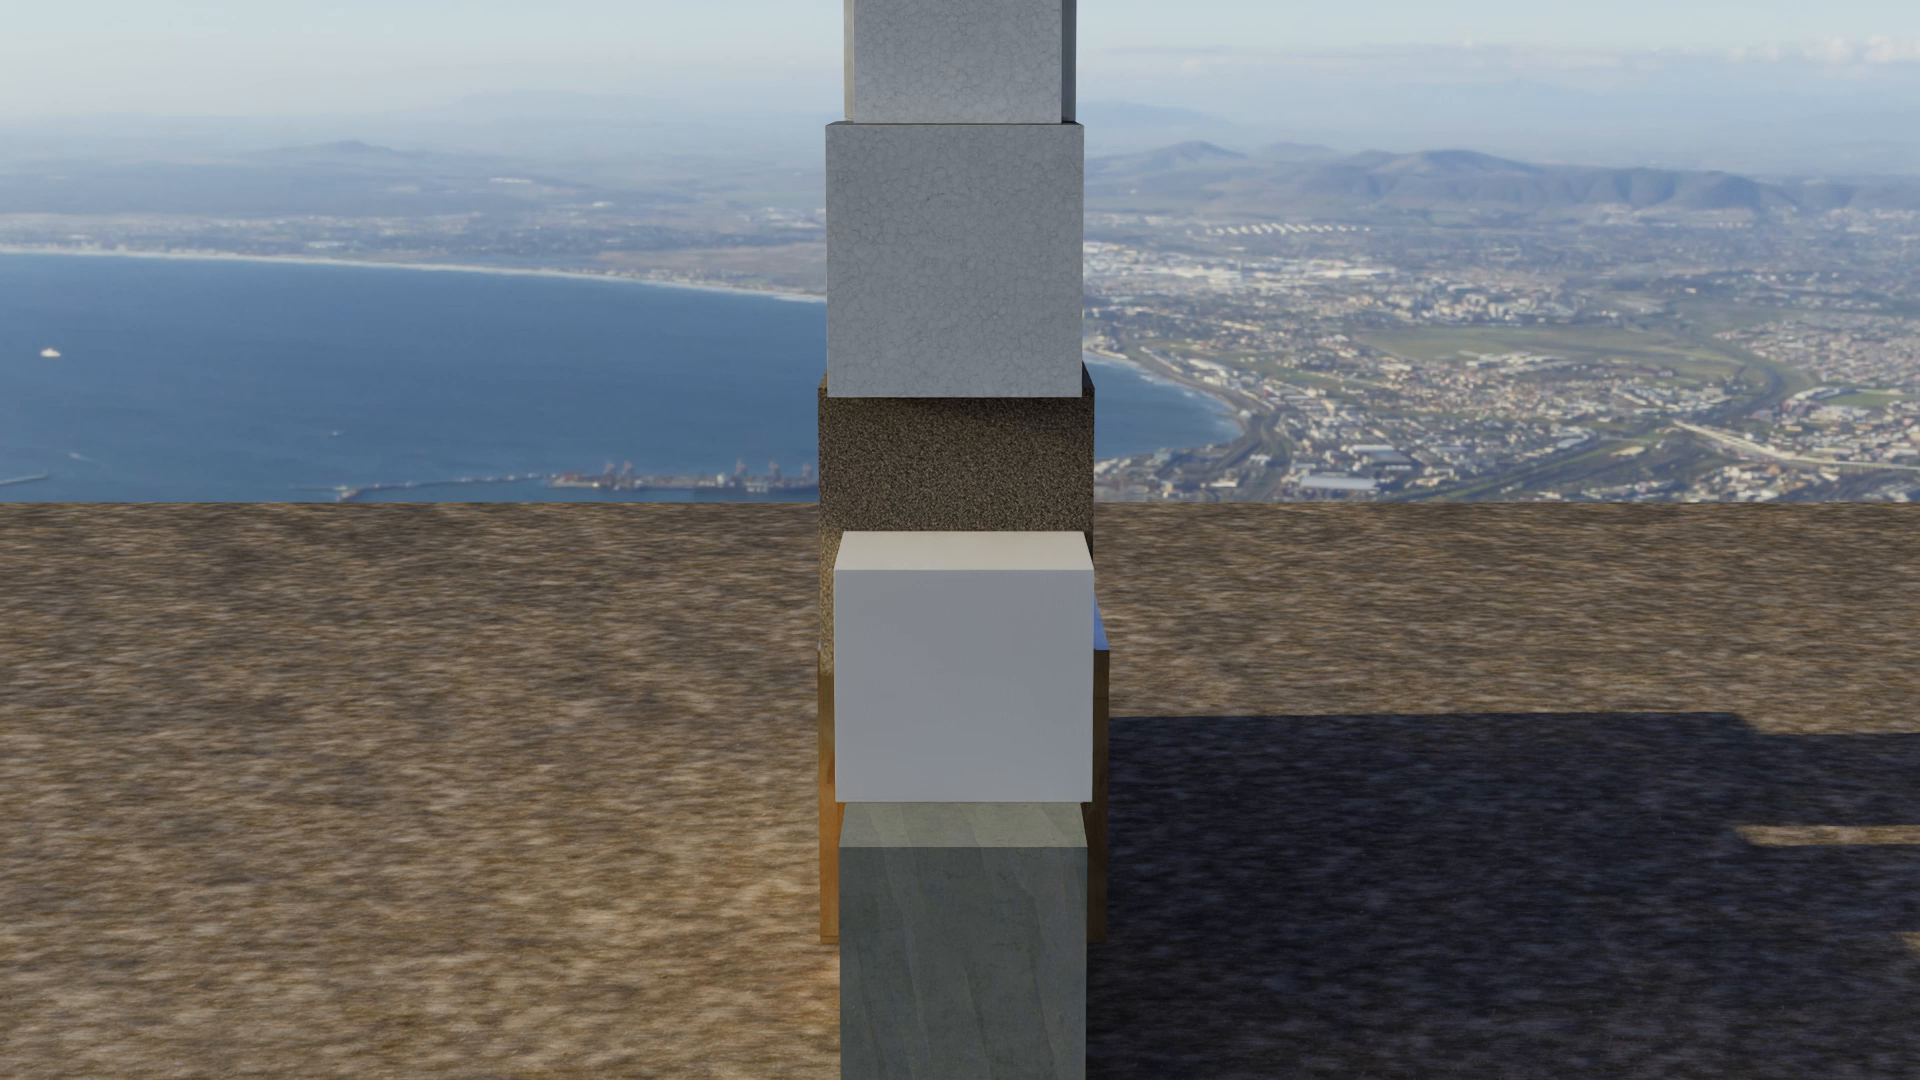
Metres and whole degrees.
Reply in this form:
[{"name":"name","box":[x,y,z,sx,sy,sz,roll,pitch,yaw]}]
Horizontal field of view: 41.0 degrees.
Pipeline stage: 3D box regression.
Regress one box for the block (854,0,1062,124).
[{"name":"block","box":[-0.009,-1.924,9.889,0.774,0.614,0.744,0,10,0]}]

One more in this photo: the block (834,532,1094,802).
[{"name":"block","box":[0.014,0.449,9.444,0.912,0.838,0.815,0,10,0]}]

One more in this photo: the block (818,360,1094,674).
[{"name":"block","box":[-0.014,-0.113,10.233,1.044,1.106,0.929,0,10,0]}]

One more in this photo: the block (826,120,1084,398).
[{"name":"block","box":[-0.019,-1.086,9.747,0.931,0.983,0.895,0,10,0]}]

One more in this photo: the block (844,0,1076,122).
[{"name":"block","box":[0.000,-2.085,10.763,0.931,0.878,1.009,0,10,0]}]

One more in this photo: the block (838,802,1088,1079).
[{"name":"block","box":[0.010,1.423,9.079,0.834,0.952,0.820,0,10,0]}]

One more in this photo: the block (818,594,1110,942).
[{"name":"block","box":[0.014,0.939,10.967,1.171,1.228,1.177,0,10,0]}]
